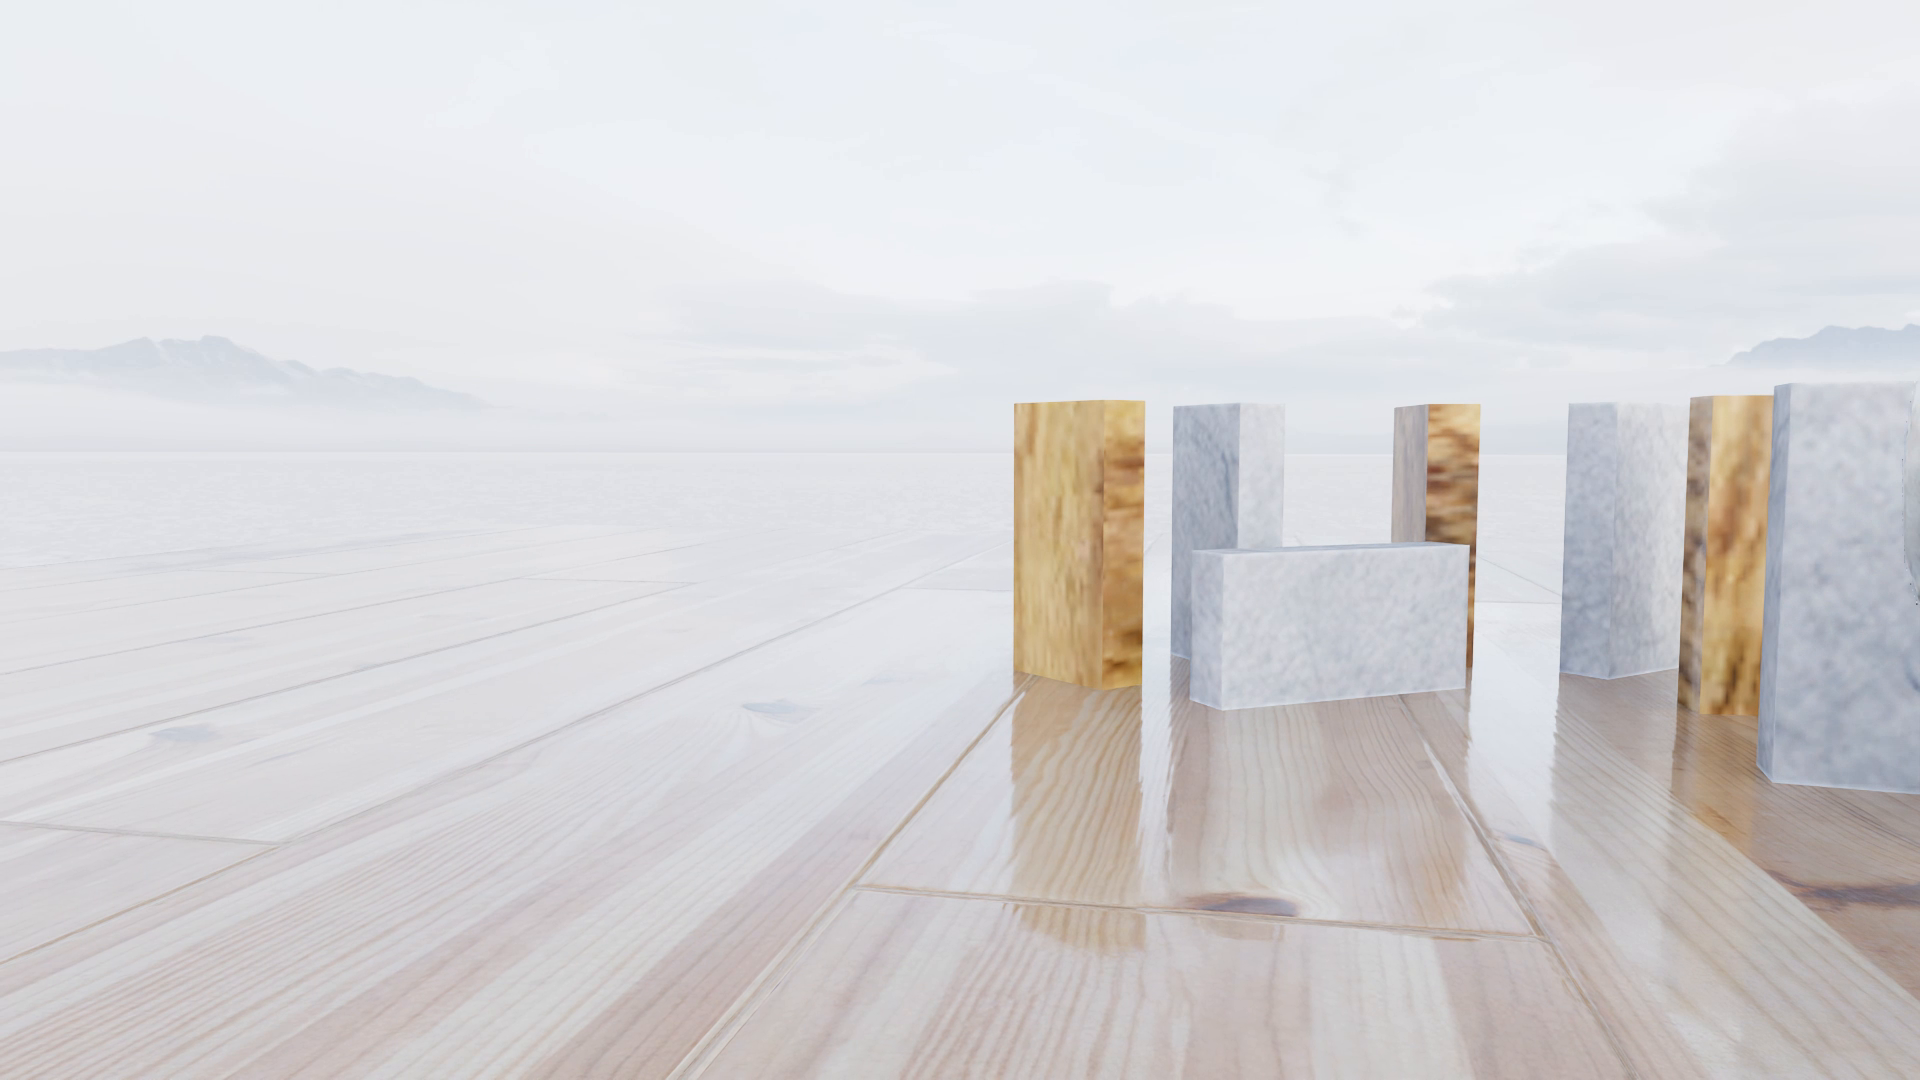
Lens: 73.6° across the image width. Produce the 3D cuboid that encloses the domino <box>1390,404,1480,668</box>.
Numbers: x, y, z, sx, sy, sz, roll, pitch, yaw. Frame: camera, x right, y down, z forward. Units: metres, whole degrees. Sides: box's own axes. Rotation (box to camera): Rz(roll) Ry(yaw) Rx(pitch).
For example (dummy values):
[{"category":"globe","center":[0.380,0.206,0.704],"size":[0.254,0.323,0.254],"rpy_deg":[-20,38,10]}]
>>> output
[{"category":"domino","center":[0.094,-0.002,0.255],"size":[0.009,0.050,0.025],"rpy_deg":[0,4,4]}]

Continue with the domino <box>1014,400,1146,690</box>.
[{"category":"domino","center":[0.021,0.000,0.233],"size":[0.009,0.050,0.025],"rpy_deg":[-3,5,-35]}]

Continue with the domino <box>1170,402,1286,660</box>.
[{"category":"domino","center":[0.051,-0.001,0.248],"size":[0.010,0.050,0.025],"rpy_deg":[-2,5,-19]}]

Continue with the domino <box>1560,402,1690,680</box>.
[{"category":"domino","center":[0.125,0.000,0.241],"size":[0.025,0.050,0.009],"rpy_deg":[-3,5,-32]}]

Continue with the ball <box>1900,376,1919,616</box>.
[{"category":"ball","center":[0.109,-0.004,0.081],"size":[0.080,0.080,0.080],"rpy_deg":[0,4,0]}]

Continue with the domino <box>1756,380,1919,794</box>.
[{"category":"domino","center":[0.116,0.006,0.159],"size":[0.025,0.050,0.010],"rpy_deg":[2,5,21]}]

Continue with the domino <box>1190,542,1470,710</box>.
[{"category":"domino","center":[0.063,0.014,0.218],"size":[0.050,0.025,0.010],"rpy_deg":[-2,5,-22]}]

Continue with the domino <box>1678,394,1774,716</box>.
[{"category":"domino","center":[0.130,0.002,0.203],"size":[0.025,0.050,0.010],"rpy_deg":[1,4,10]}]
